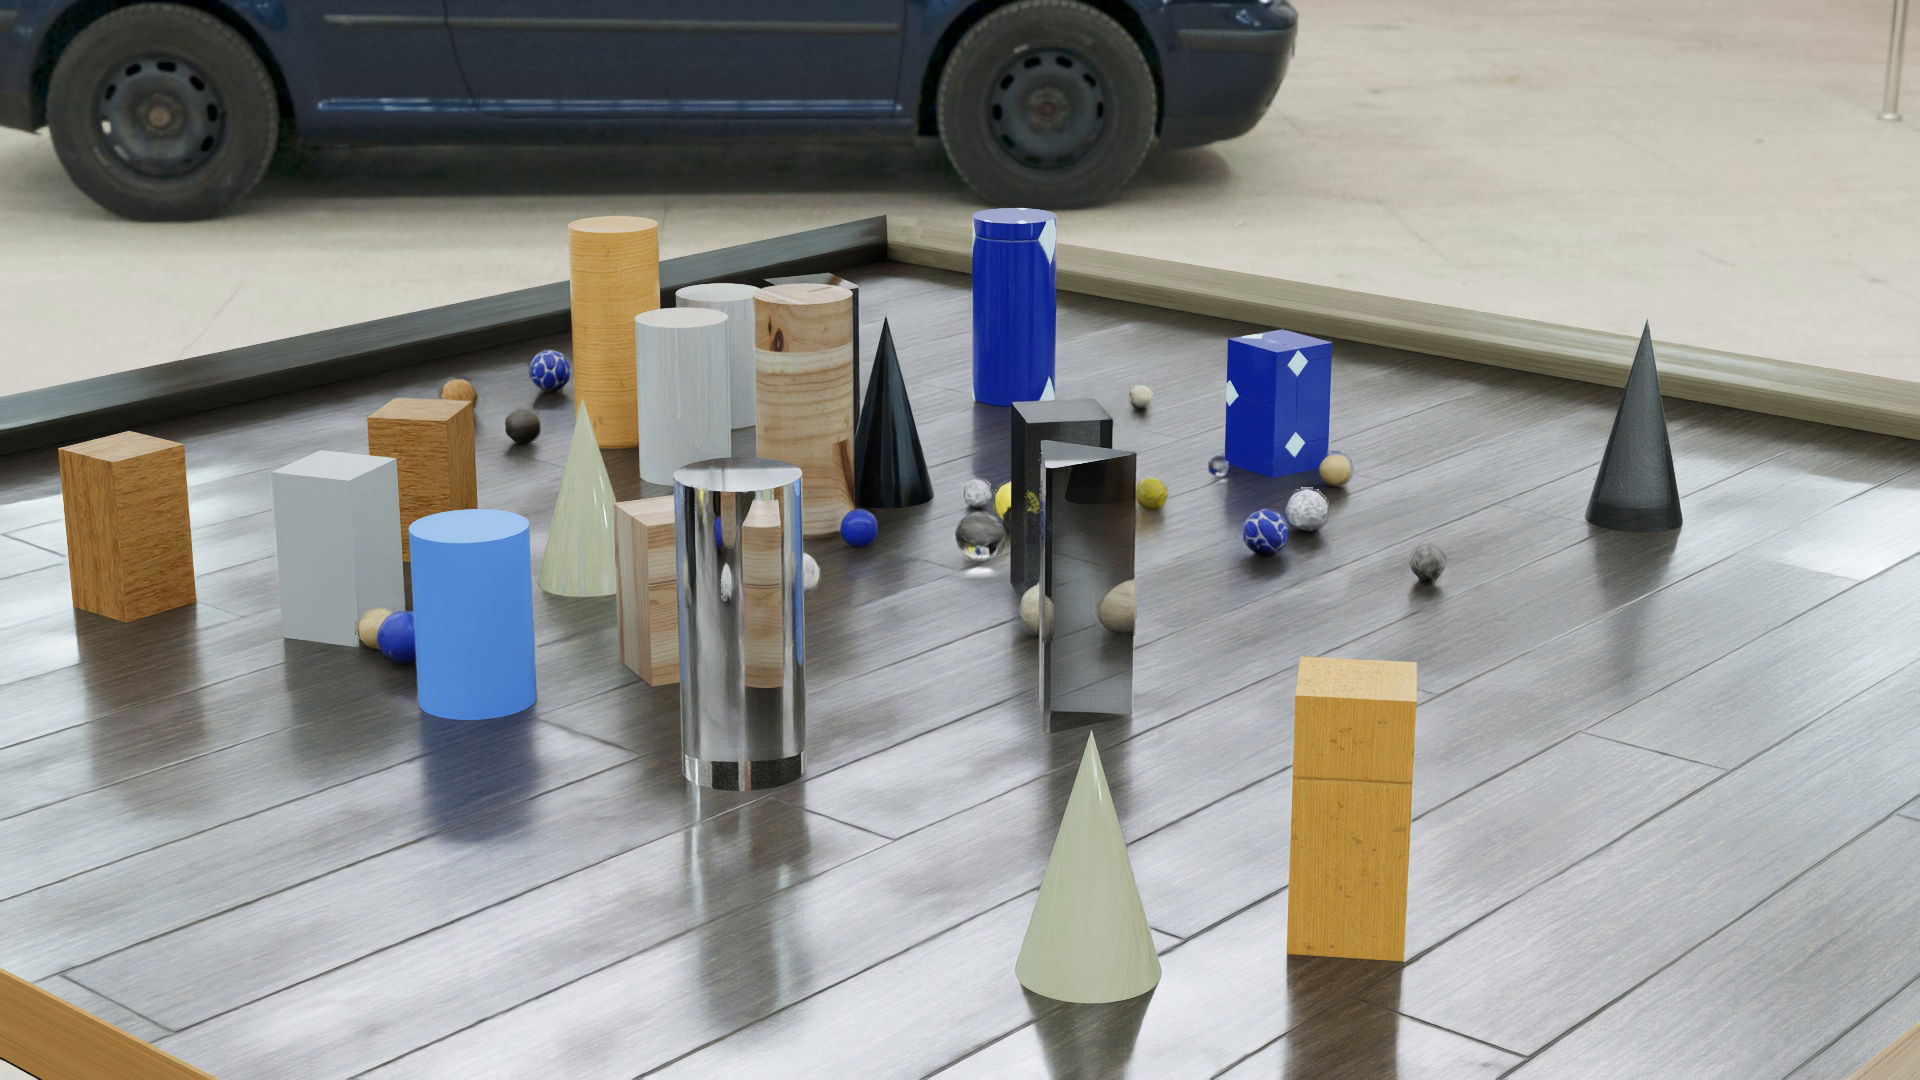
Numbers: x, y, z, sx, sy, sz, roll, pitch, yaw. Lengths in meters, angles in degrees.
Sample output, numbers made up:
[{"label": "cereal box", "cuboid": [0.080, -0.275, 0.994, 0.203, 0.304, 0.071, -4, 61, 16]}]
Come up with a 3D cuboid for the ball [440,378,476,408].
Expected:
[{"label": "ball", "cuboid": [-1.079, -0.307, 6.309, 0.079, 0.079, 0.079, 0, 17, 0]}]

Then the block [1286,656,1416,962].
[{"label": "block", "cuboid": [0.496, 0.339, 3.712, 0.147, 0.347, 0.147, 3, 17, 8]}]

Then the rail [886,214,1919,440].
[{"label": "rail", "cuboid": [1.352, -0.421, 6.612, 4.150, 0.119, 0.045, 14, 22, 39]}]

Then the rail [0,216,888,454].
[{"label": "rail", "cuboid": [-1.549, -0.360, 6.408, 0.045, 0.119, 4.173, 14, 22, 39]}]

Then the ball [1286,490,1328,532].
[{"label": "ball", "cuboid": [0.648, -0.055, 5.475, 0.078, 0.078, 0.078, 0, 17, 0]}]

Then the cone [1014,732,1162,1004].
[{"label": "cone", "cuboid": [0.160, 0.384, 3.609, 0.184, 0.320, 0.184, 0, 17, 0]}]

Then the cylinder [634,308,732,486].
[{"label": "cylinder", "cuboid": [-0.549, -0.286, 5.821, 0.184, 0.319, 0.184, 0, 17, 0]}]

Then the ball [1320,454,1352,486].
[{"label": "ball", "cuboid": [0.740, -0.137, 5.771, 0.065, 0.065, 0.065, 0, 17, 0]}]

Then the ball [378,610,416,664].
[{"label": "ball", "cuboid": [-0.902, 0.158, 4.758, 0.087, 0.087, 0.087, 0, 17, 0]}]

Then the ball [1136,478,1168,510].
[{"label": "ball", "cuboid": [0.367, -0.089, 5.615, 0.063, 0.063, 0.063, 0, 17, 0]}]

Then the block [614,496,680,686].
[{"label": "block", "cuboid": [-0.458, 0.077, 4.716, 0.147, 0.266, 0.147, -9, 19, -26]}]

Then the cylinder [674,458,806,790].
[{"label": "cylinder", "cuboid": [-0.317, 0.121, 4.255, 0.184, 0.450, 0.184, 0, 17, 0]}]

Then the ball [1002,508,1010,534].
[{"label": "ball", "cuboid": [0.112, -0.036, 5.434, 0.066, 0.066, 0.066, 0, 17, 0]}]

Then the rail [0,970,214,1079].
[{"label": "rail", "cuboid": [-1.352, 0.481, 3.630, 4.150, 0.119, 0.045, 14, 22, 39]}]

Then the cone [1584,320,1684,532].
[{"label": "cone", "cuboid": [1.278, -0.227, 5.505, 0.184, 0.391, 0.184, 0, 17, 0]}]

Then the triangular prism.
[{"label": "triangular prism", "cuboid": [0.163, 0.065, 4.493, 0.159, 0.419, 0.138, -10, 20, -30]}]

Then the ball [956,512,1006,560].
[{"label": "ball", "cuboid": [0.037, -0.007, 5.297, 0.090, 0.090, 0.090, 0, 17, 0]}]

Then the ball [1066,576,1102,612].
[{"label": "ball", "cuboid": [0.211, 0.092, 5.018, 0.062, 0.062, 0.062, 0, 17, 0]}]

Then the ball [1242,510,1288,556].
[{"label": "ball", "cuboid": [0.555, -0.014, 5.333, 0.082, 0.082, 0.082, 0, 17, 0]}]

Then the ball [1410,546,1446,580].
[{"label": "ball", "cuboid": [0.828, 0.040, 5.187, 0.063, 0.063, 0.063, 0, 17, 0]}]

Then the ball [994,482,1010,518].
[{"label": "ball", "cuboid": [0.106, -0.071, 5.526, 0.080, 0.080, 0.080, 0, 17, 0]}]

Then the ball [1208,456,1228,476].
[{"label": "ball", "cuboid": [0.515, -0.148, 5.844, 0.042, 0.042, 0.042, 0, 17, 0]}]

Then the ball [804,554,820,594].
[{"label": "ball", "cuboid": [-0.283, 0.058, 5.106, 0.076, 0.076, 0.076, 0, 17, 0]}]

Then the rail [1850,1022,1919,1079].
[{"label": "rail", "cuboid": [1.549, 0.420, 3.834, 0.045, 0.119, 4.173, 14, 22, 39]}]

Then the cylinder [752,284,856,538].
[{"label": "cylinder", "cuboid": [-0.289, -0.241, 5.461, 0.184, 0.443, 0.184, 0, 17, 0]}]

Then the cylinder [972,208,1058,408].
[{"label": "cylinder", "cuboid": [0.118, -0.509, 6.413, 0.184, 0.405, 0.184, 0, 17, 0]}]

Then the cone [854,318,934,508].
[{"label": "cone", "cuboid": [-0.142, -0.260, 5.666, 0.184, 0.360, 0.184, 0, 17, 0]}]

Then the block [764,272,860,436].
[{"label": "block", "cuboid": [-0.304, -0.357, 6.011, 0.147, 0.347, 0.147, -8, 19, -25]}]

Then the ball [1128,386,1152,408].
[{"label": "ball", "cuboid": [0.392, -0.312, 6.372, 0.050, 0.050, 0.050, 0, 17, 0]}]

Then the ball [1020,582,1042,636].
[{"label": "ball", "cuboid": [0.145, 0.116, 4.889, 0.091, 0.091, 0.091, 0, 17, 0]}]

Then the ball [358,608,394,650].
[{"label": "ball", "cuboid": [-0.957, 0.146, 4.830, 0.069, 0.069, 0.069, 0, 17, 0]}]

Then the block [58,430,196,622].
[{"label": "block", "cuboid": [-1.425, -0.025, 5.024, 0.147, 0.282, 0.147, 12, 21, 35]}]

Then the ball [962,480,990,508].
[{"label": "ball", "cuboid": [0.032, -0.089, 5.630, 0.055, 0.055, 0.055, 0, 17, 0]}]

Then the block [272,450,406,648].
[{"label": "block", "cuboid": [-1.035, 0.013, 4.892, 0.147, 0.286, 0.147, 6, 18, 20]}]

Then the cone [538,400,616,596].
[{"label": "cone", "cuboid": [-0.656, -0.088, 5.142, 0.184, 0.335, 0.184, 0, 17, 0]}]

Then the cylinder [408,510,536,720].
[{"label": "cylinder", "cuboid": [-0.757, 0.114, 4.561, 0.184, 0.284, 0.184, 0, 17, 0]}]

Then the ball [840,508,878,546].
[{"label": "ball", "cuboid": [-0.185, -0.023, 5.385, 0.069, 0.069, 0.069, 0, 17, 0]}]

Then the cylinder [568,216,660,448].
[{"label": "cylinder", "cuboid": [-0.712, -0.431, 6.075, 0.184, 0.451, 0.184, 0, 17, 0]}]

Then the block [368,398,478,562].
[{"label": "block", "cuboid": [-0.974, -0.109, 5.329, 0.147, 0.266, 0.147, 3, 17, 9]}]

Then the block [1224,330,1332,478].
[{"label": "block", "cuboid": [0.640, -0.276, 5.898, 0.147, 0.256, 0.147, -12, 20, -34]}]

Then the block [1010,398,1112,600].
[{"label": "block", "cuboid": [0.174, -0.065, 5.075, 0.147, 0.329, 0.147, -3, 17, -9]}]

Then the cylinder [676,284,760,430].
[{"label": "cylinder", "cuboid": [-0.510, -0.392, 6.249, 0.184, 0.276, 0.184, 0, 17, 0]}]

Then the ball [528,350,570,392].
[{"label": "ball", "cuboid": [-0.910, -0.374, 6.506, 0.092, 0.092, 0.092, 0, 17, 0]}]

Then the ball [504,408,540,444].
[{"label": "ball", "cuboid": [-0.908, -0.238, 6.087, 0.074, 0.074, 0.074, 0, 17, 0]}]
